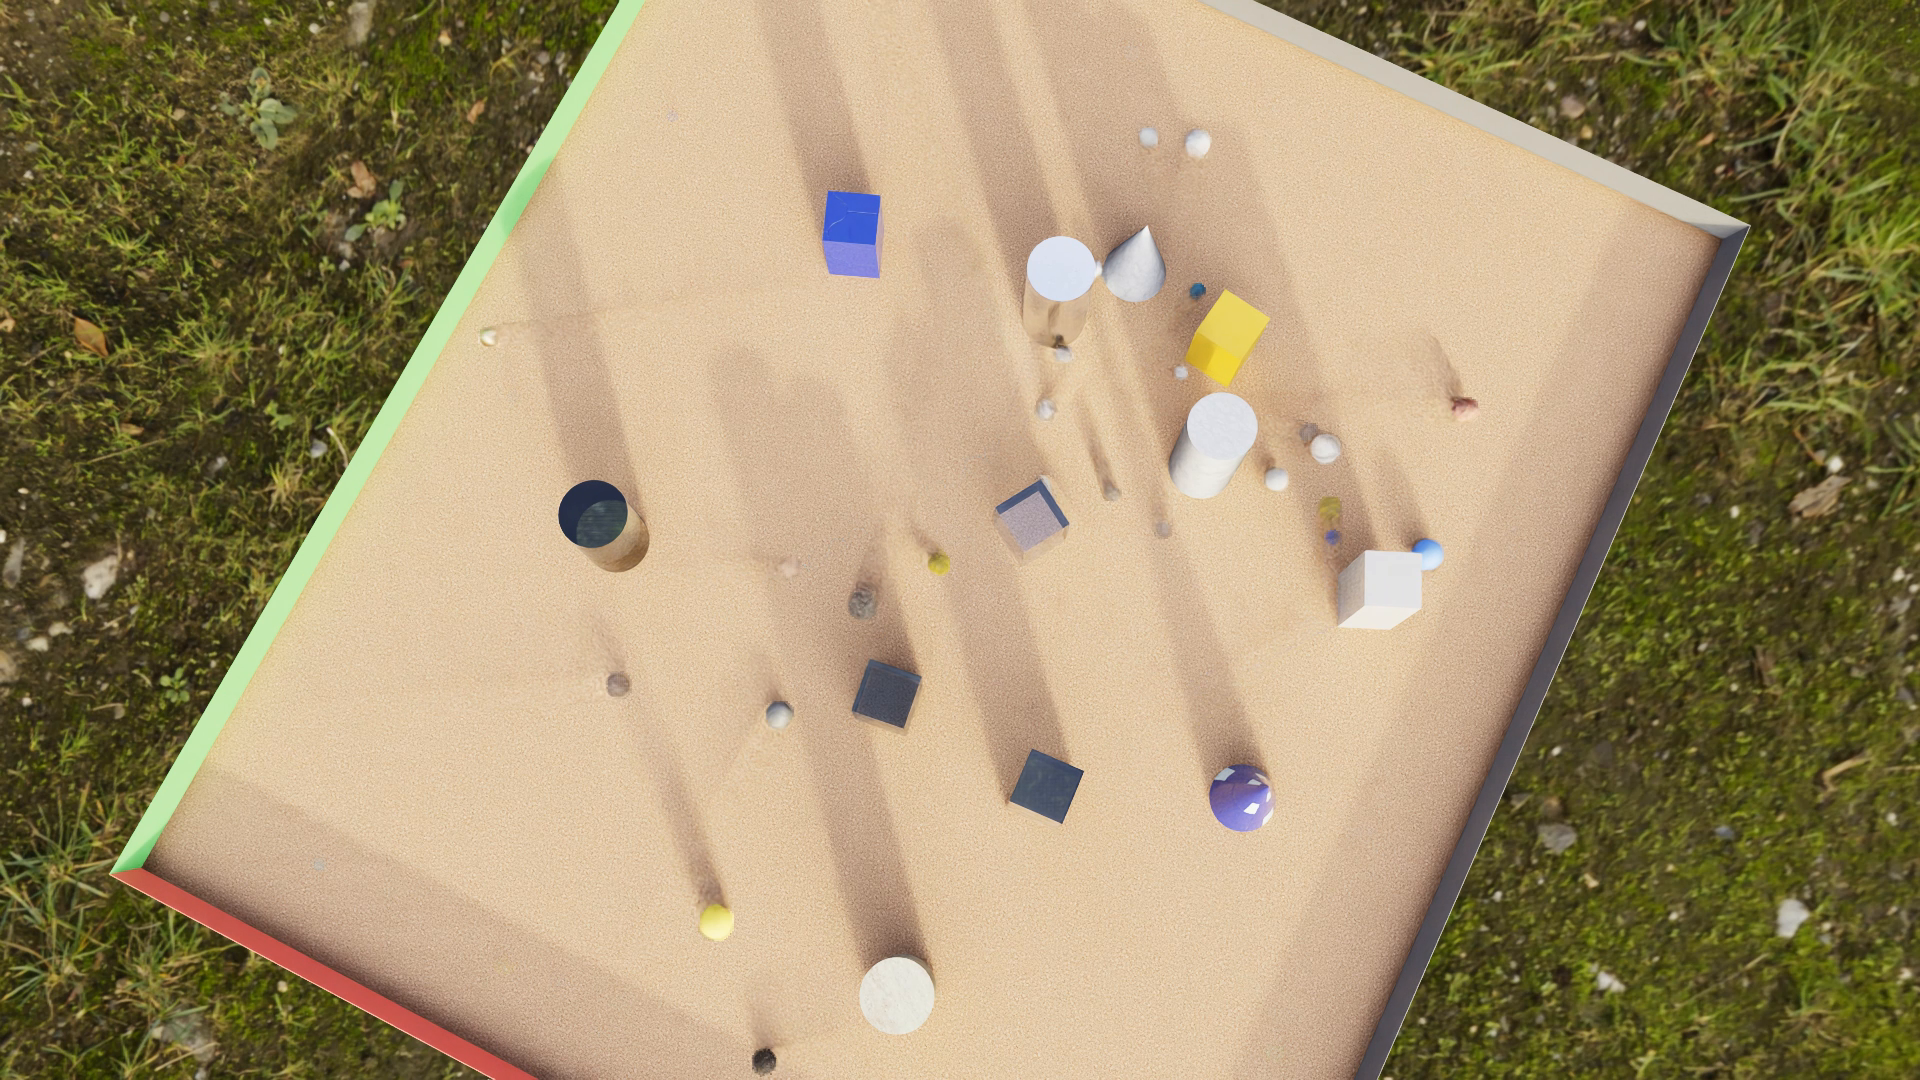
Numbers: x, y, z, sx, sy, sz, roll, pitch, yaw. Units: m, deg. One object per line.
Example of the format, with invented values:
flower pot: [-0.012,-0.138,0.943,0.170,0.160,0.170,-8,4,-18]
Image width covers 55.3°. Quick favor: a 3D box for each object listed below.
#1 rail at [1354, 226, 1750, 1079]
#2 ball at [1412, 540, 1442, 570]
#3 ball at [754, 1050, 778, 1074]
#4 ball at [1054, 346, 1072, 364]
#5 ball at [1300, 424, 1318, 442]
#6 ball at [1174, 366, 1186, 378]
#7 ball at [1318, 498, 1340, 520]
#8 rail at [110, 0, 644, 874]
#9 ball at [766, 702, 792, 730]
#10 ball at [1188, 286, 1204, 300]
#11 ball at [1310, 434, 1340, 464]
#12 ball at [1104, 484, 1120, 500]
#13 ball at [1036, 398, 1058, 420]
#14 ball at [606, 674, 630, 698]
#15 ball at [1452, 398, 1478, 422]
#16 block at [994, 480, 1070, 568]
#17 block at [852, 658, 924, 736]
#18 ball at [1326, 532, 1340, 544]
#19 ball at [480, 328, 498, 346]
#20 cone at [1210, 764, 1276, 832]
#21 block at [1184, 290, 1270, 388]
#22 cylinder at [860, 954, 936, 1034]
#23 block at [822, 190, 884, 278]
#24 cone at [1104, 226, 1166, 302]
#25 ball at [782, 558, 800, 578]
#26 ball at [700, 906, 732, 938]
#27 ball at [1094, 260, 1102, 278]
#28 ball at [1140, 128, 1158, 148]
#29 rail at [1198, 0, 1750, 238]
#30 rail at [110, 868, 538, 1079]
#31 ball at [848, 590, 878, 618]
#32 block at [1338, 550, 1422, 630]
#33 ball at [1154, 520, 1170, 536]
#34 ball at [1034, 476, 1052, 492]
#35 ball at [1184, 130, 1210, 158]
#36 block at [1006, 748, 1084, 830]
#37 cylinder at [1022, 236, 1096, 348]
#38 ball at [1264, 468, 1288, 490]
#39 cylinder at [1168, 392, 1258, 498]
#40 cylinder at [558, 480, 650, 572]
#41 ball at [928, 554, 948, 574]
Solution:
rail: [1.546,0.764,5.391,0.045,0.130,3.969,26,80,5]
ball: [1.416,0.046,5.559,0.094,0.094,0.094,0,78,0]
ball: [-0.560,1.501,5.271,0.068,0.068,0.068,0,78,0]
ball: [0.320,-0.577,5.710,0.052,0.052,0.052,0,78,0]
ball: [1.077,-0.331,5.658,0.053,0.053,0.053,0,78,0]
ball: [0.686,-0.525,5.705,0.040,0.040,0.040,0,78,0]
ball: [1.130,-0.094,5.602,0.067,0.067,0.067,0,78,0]
rail: [-1.546,-0.750,5.705,0.045,0.130,3.969,26,80,5]
ball: [-0.540,0.524,5.466,0.082,0.082,0.082,0,78,0]
ball: [0.742,-0.777,5.754,0.046,0.046,0.046,0,78,0]
ball: [1.121,-0.281,5.629,0.090,0.090,0.090,0,78,0]
ball: [0.465,-0.149,5.622,0.049,0.049,0.049,0,78,0]
ball: [0.270,-0.405,5.666,0.068,0.068,0.068,0,78,0]
ball: [-1.025,0.435,5.489,0.074,0.074,0.074,0,78,0]
ball: [1.559,-0.401,5.661,0.075,0.075,0.075,0,78,0]
block: [0.213,-0.047,5.502,0.160,0.244,0.160,-32,80,-6]
block: [-0.211,0.467,5.396,0.160,0.242,0.160,18,79,4]
ball: [1.139,-0.006,5.597,0.040,0.040,0.040,0,78,0]
ball: [-1.471,-0.632,5.719,0.057,0.057,0.057,0,78,0]
cone: [0.842,0.720,5.224,0.200,0.476,0.200,0,78,0]
block: [0.813,-0.612,5.597,0.160,0.287,0.160,35,80,7]
cylinder: [-0.168,1.261,5.109,0.200,0.483,0.200,0,78,0]
block: [-0.327,-0.941,5.662,0.160,0.292,0.160,5,78,1]
cone: [0.552,-0.888,5.597,0.200,0.398,0.200,0,78,0]
ball: [-0.512,0.085,5.570,0.056,0.056,0.056,0,78,0]
ball: [-0.712,1.113,5.337,0.096,0.096,0.096,0,78,0]
ball: [0.423,-0.854,5.767,0.053,0.053,0.053,0,78,0]
ball: [0.604,-1.282,5.850,0.062,0.062,0.062,0,78,0]
rail: [0.877,-1.710,5.903,3.505,0.130,0.045,26,80,5]
rail: [-0.877,1.724,5.192,3.505,0.130,0.045,26,80,5]
ball: [-0.293,0.192,5.533,0.087,0.087,0.087,0,78,0]
block: [1.229,0.151,5.388,0.160,0.386,0.160,3,78,1]
ball: [0.620,-0.034,5.599,0.048,0.048,0.048,0,78,0]
ball: [0.253,-0.167,5.621,0.059,0.059,0.059,0,78,0]
ball: [0.755,-1.261,5.835,0.083,0.083,0.083,0,78,0]
block: [0.243,0.722,5.283,0.160,0.361,0.160,23,79,5]
cylinder: [0.295,-0.744,5.545,0.200,0.442,0.200,0,78,0]
ball: [0.968,-0.187,5.618,0.072,0.072,0.072,0,78,0]
cylinder: [0.743,-0.274,5.428,0.200,0.481,0.200,0,78,0]
cylinder: [-1.050,-0.036,5.430,0.200,0.380,0.200,0,78,0]
ball: [-0.067,0.071,5.569,0.064,0.064,0.064,0,78,0]
